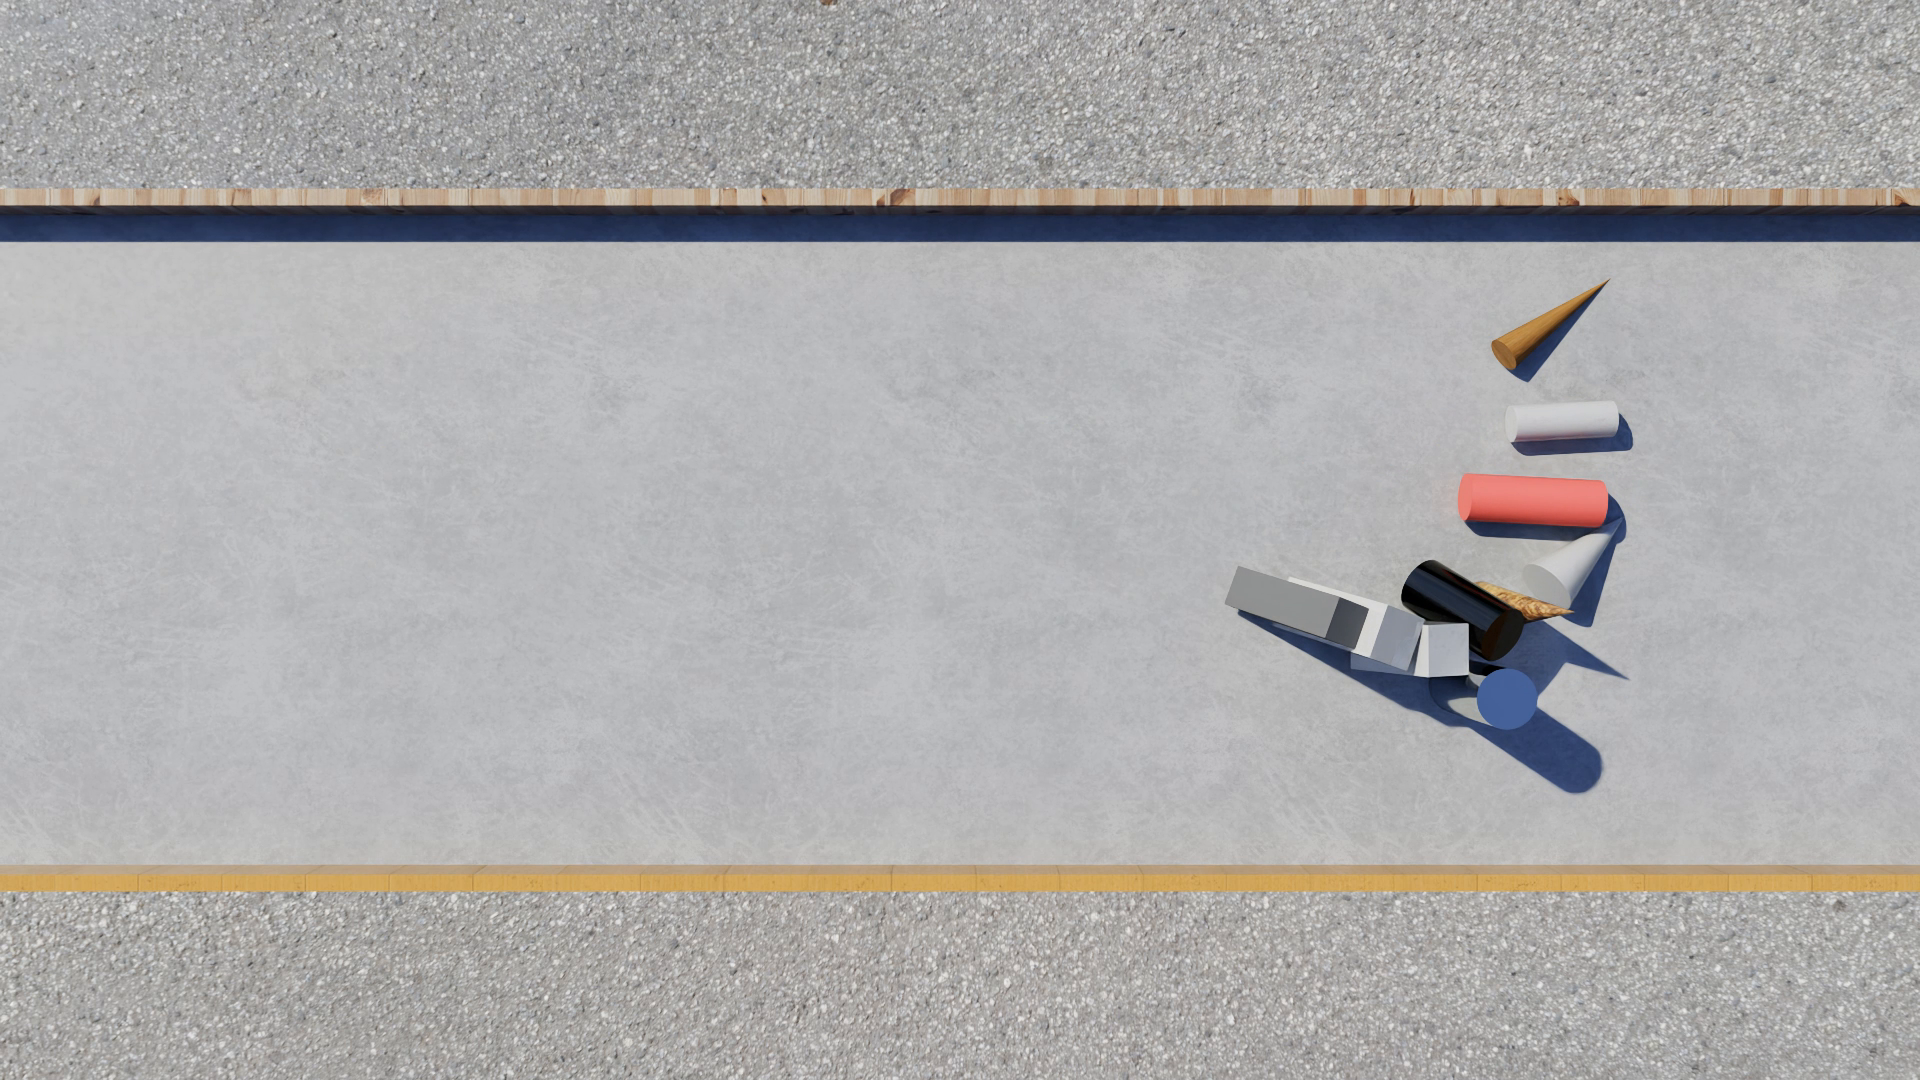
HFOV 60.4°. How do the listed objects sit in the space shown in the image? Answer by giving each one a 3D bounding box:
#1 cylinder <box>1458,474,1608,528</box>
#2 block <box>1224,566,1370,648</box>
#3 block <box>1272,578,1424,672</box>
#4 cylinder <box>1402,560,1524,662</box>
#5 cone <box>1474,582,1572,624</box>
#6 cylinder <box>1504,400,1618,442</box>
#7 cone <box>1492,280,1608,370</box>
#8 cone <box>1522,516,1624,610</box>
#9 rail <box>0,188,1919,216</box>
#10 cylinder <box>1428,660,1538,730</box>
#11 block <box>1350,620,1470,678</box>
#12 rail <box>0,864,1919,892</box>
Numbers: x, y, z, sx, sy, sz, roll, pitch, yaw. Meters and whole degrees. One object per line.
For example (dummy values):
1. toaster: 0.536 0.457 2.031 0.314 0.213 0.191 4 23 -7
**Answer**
1. cylinder: 1.735 -0.120 5.005 0.406 0.144 0.144 3 90 0
2. block: 0.984 0.195 4.851 0.123 0.453 0.123 20 90 -31
3. block: 1.138 0.243 4.856 0.158 0.419 0.158 19 90 -31
4. cylinder: 1.490 0.207 4.900 0.173 0.321 0.173 -18 125 -27
5. cone: 1.667 0.205 4.854 0.161 0.414 0.161 0 89 -20
6. cylinder: 1.830 -0.361 5.021 0.306 0.112 0.112 -3 90 0
7. cone: 1.830 -0.685 5.050 0.427 0.106 0.106 -35 90 -7
8. cone: 1.911 0.033 5.033 0.364 0.179 0.179 -39 90 -14
9. rail: -2.247 -1.025 5.002 12.000 0.150 0.050 0 90 0
10. cylinder: 1.532 0.447 4.851 0.172 0.448 0.172 0 90 -1
11. block: 1.328 0.316 4.887 0.148 0.348 0.148 -1 90 -25
12. rail: -2.247 1.025 5.001 12.000 0.150 0.050 0 90 0
